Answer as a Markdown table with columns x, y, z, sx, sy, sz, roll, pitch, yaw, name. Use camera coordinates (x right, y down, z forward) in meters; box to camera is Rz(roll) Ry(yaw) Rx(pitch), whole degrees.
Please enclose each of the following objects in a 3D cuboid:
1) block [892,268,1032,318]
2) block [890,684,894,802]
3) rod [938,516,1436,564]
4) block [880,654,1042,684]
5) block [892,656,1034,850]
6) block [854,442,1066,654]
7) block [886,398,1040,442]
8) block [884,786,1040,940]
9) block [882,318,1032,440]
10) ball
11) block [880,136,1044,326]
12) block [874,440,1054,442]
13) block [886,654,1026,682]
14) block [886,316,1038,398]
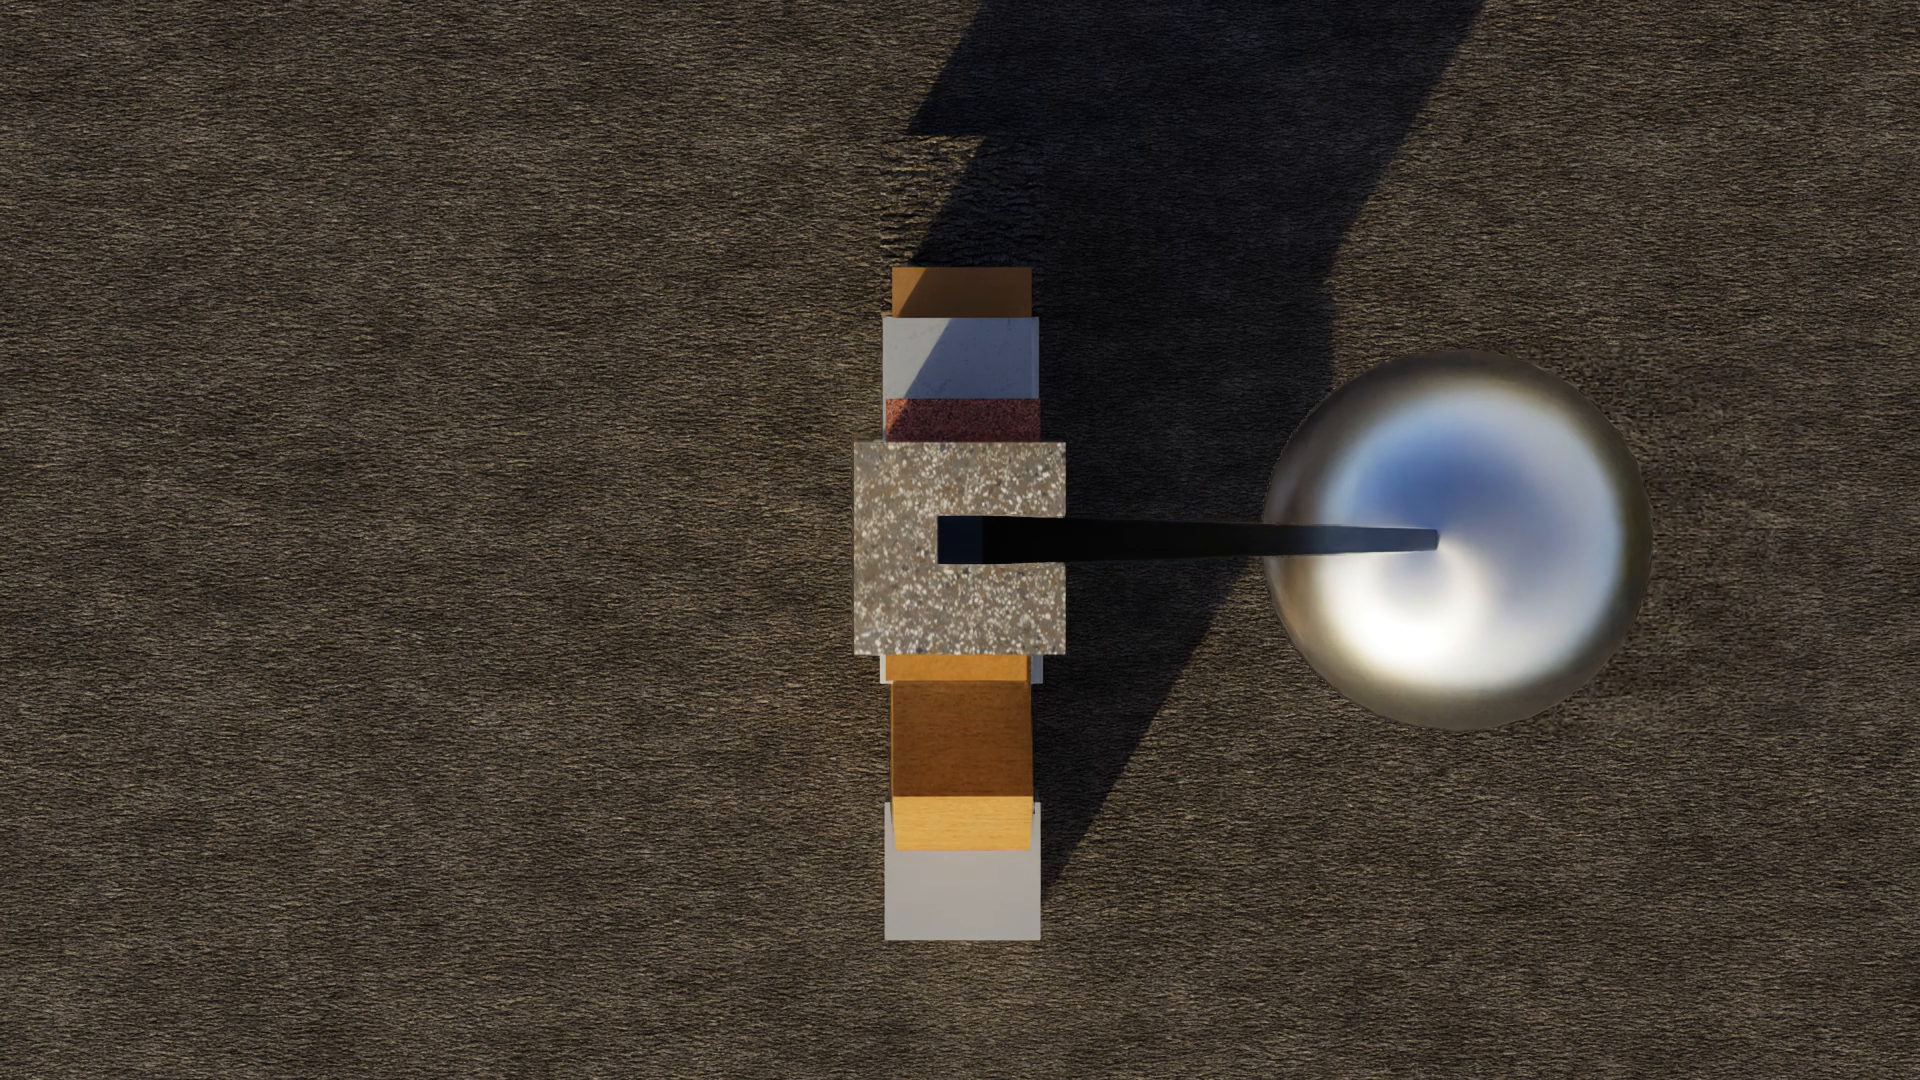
| x | y | z | sx | sy | sz | roll | pitch | yaw | name |
| --- | --- | --- | --- | --- | --- | --- | --- | --- | --- |
| 0.010 | -1.086 | 11.705 | 0.717 | 0.770 | 0.640 | 0 | 90 | 0 | block |
| -0.008 | 1.036 | 12.591 | 0.750 | 0.819 | 0.825 | 0 | 90 | 0 | block |
| 0.899 | 0.000 | 6.049 | 0.080 | 5.200 | 0.080 | 0 | 90 | 20 | rod |
| 0.008 | 0.320 | 11.574 | 0.824 | 0.876 | 0.814 | 0 | 90 | 0 | block |
| 0.013 | 1.068 | 10.968 | 0.671 | 0.677 | 0.750 | 0 | 60 | 0 | block |
| 0.000 | 0.024 | 7.731 | 0.707 | 0.763 | 0.710 | 0 | 91 | 0 | block |
| 0.015 | -0.310 | 9.941 | 0.676 | 0.651 | 0.618 | 0 | 90 | 0 | block |
| 0.014 | 1.841 | 12.610 | 0.865 | 0.781 | 0.765 | 0 | 90 | 0 | block |
| -0.013 | -0.772 | 10.951 | 0.716 | 0.743 | 0.599 | 0 | 90 | 0 | block |
| 2.074 | 0.000 | 9.240 | 1.600 | 1.600 | 1.600 | 0 | 90 | 0 | ball |
| 0.012 | -1.736 | 12.545 | 0.899 | 0.911 | 0.973 | 0 | 90 | 0 | block |
| 0.020 | -0.039 | 10.702 | 0.846 | 0.869 | 0.861 | 0 | 90 | 0 | block |
| -0.017 | 0.314 | 9.957 | 0.619 | 0.620 | 0.610 | 0 | 90 | 0 | block |
| 0.013 | -0.763 | 12.603 | 0.850 | 0.794 | 0.954 | 0 | 90 | 0 | block |
